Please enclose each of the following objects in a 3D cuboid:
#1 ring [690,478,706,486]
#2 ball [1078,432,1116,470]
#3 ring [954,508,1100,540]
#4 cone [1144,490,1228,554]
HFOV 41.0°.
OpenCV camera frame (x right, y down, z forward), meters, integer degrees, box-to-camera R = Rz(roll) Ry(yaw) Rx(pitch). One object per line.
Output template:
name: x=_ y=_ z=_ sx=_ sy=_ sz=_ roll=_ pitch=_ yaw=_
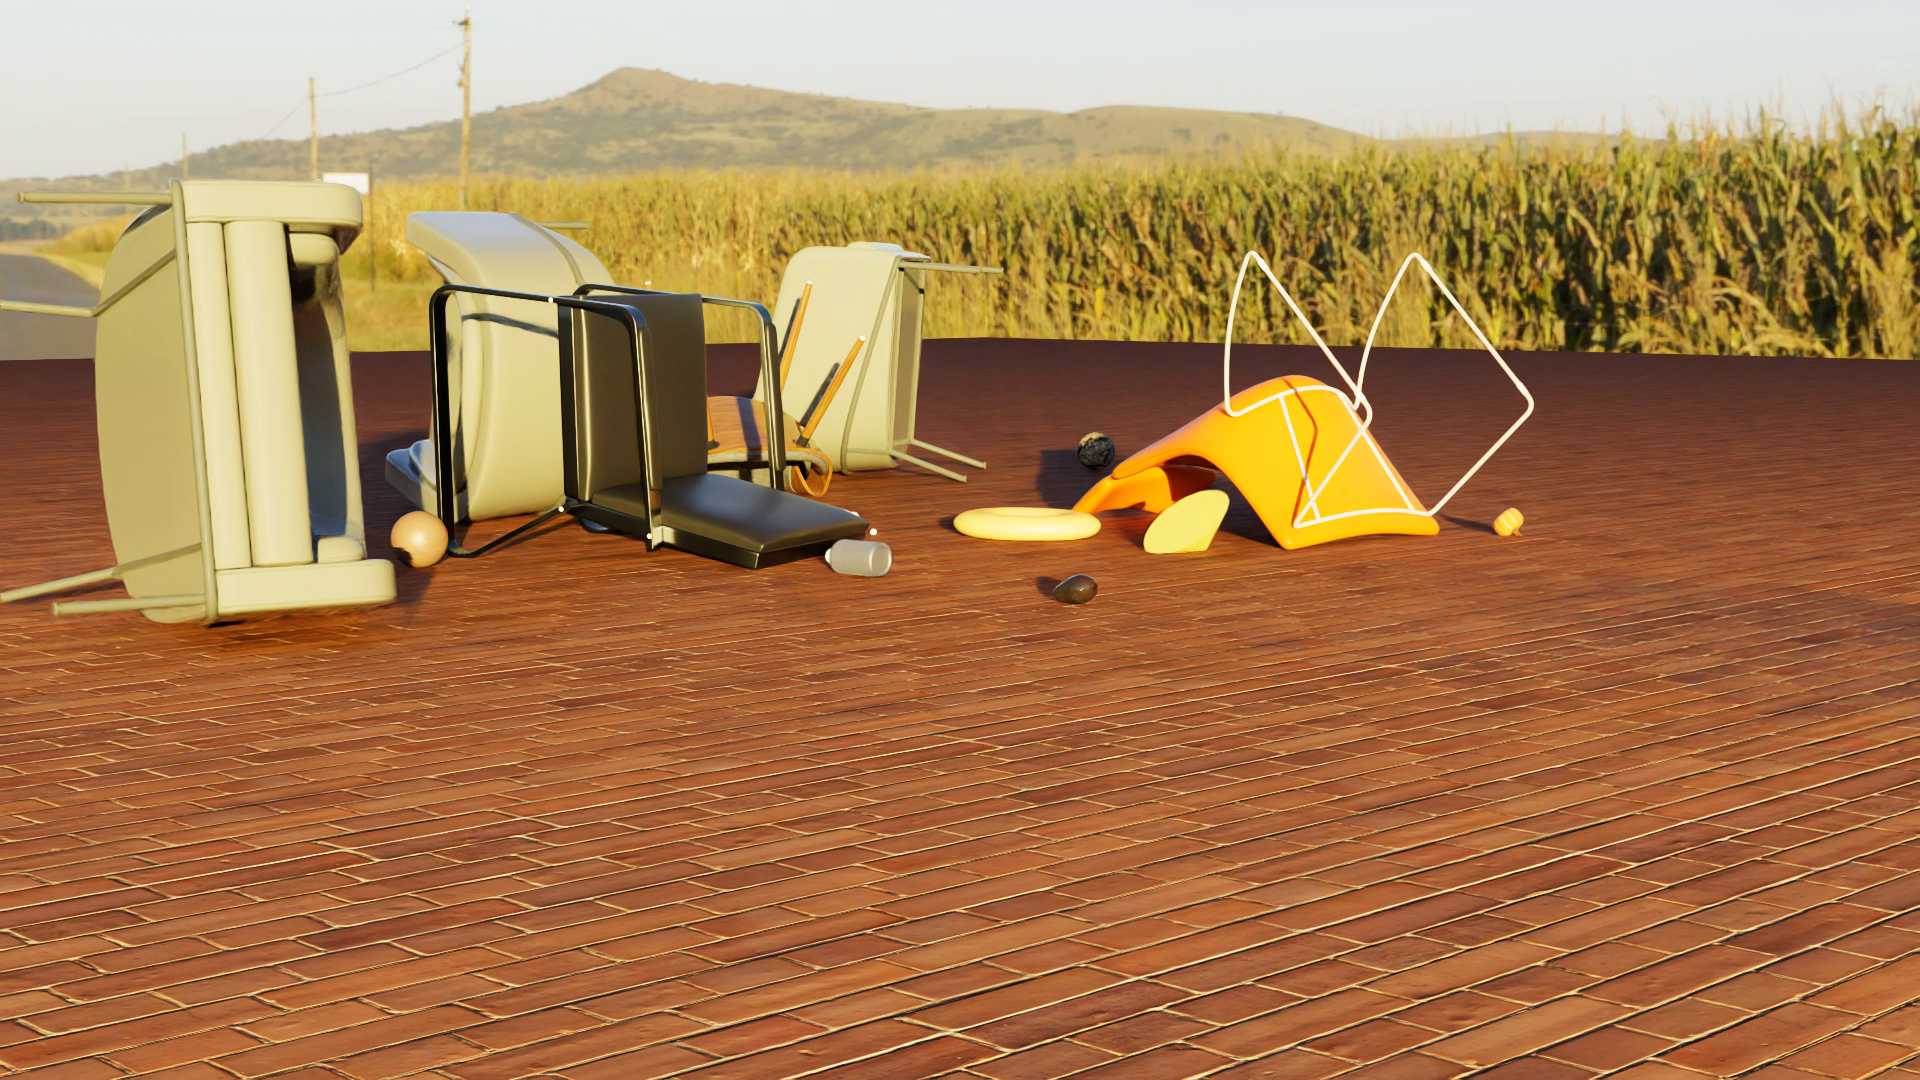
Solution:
ring: x=-0.824 y=-0.181 z=8.062 sx=0.052 sy=0.022 sz=0.105 roll=-1 pitch=5 yaw=-16
ball: x=0.462 y=-0.302 z=8.711 sx=0.129 sy=0.129 sz=0.129 roll=0 pitch=6 yaw=0
ring: x=0.169 y=-0.040 z=6.491 sx=0.380 sy=0.064 sz=0.282 roll=2 pitch=7 yaw=17
cone: x=0.566 y=-0.010 z=6.152 sx=0.233 sy=0.094 sz=0.223 roll=-23 pitch=28 yaw=27
